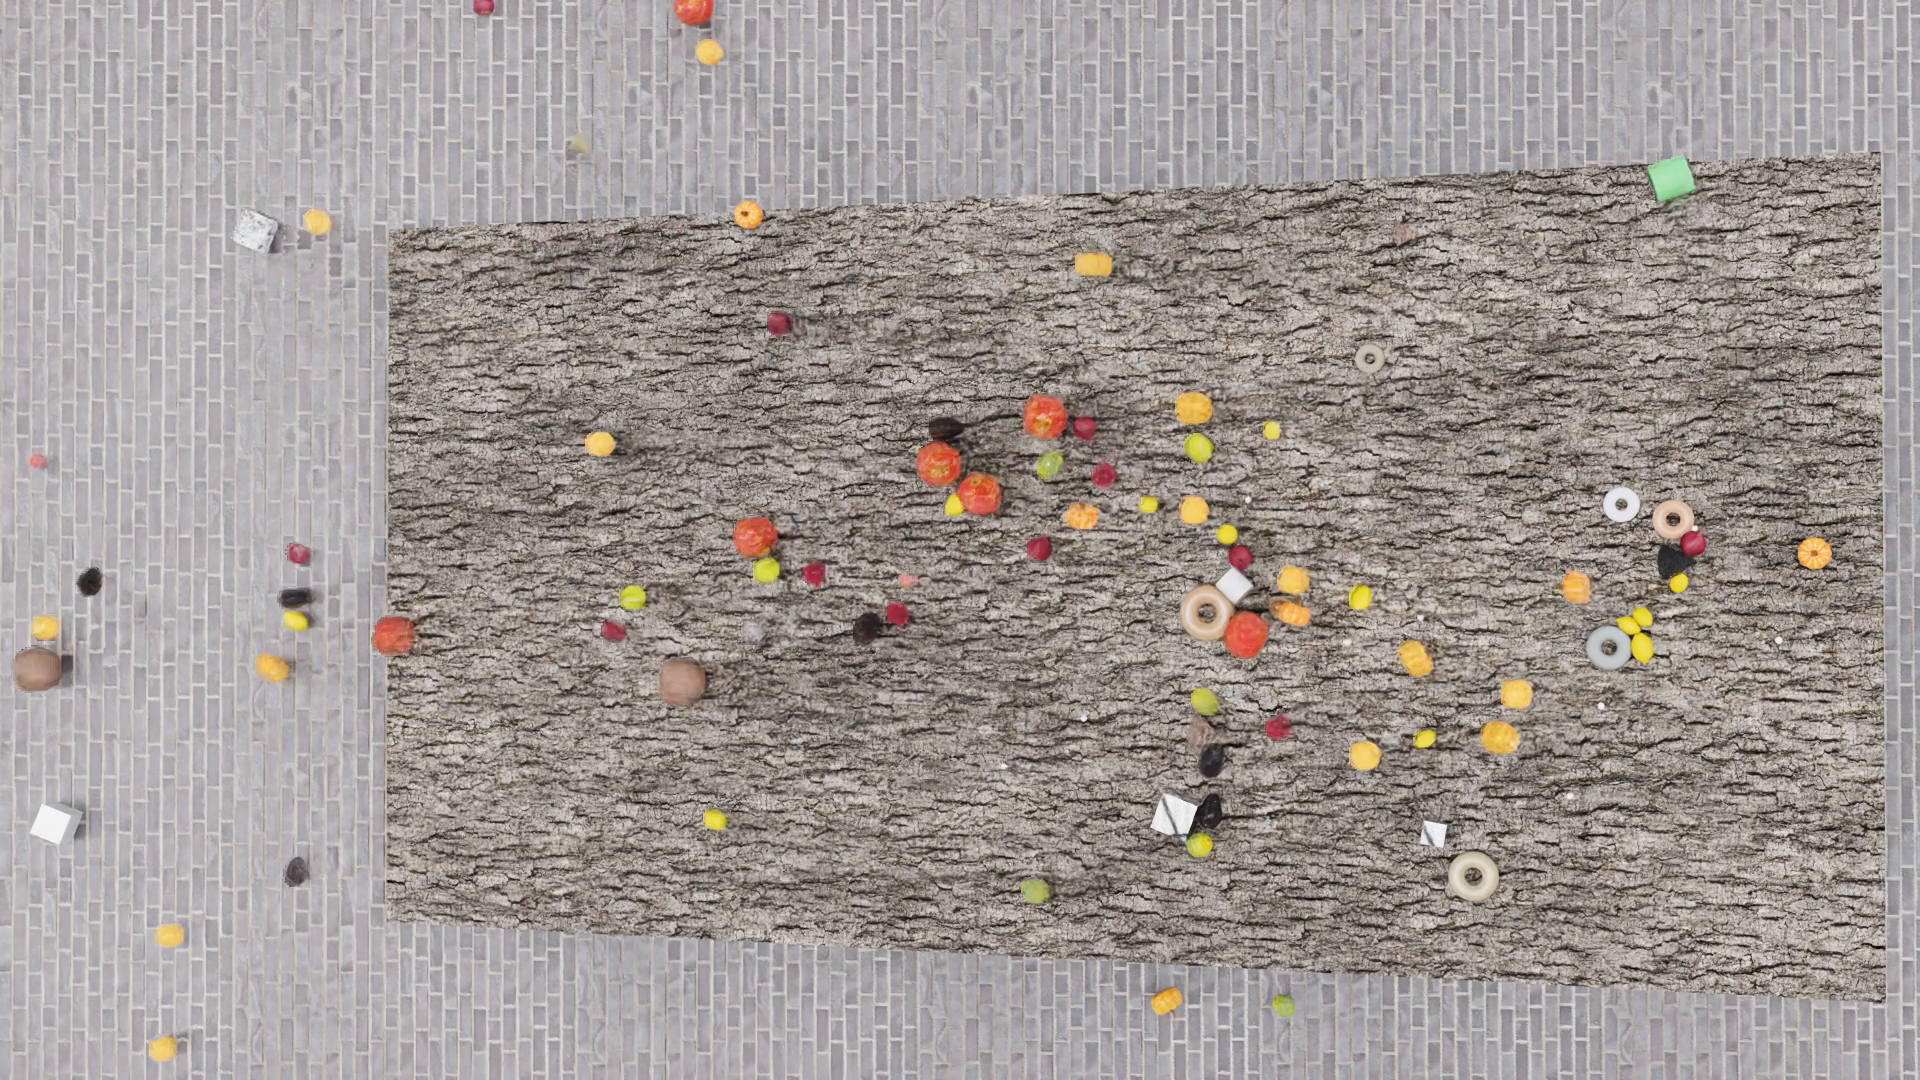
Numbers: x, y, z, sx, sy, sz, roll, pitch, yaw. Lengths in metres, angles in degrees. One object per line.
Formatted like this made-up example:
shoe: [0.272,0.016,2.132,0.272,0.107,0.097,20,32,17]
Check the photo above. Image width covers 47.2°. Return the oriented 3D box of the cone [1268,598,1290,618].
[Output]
cone: [0.802,0.172,5.560,0.052,0.052,0.052,0,89,17]

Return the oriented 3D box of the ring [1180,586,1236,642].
ring: [0.632,0.187,5.615,0.144,0.048,0.144,-1,88,18]

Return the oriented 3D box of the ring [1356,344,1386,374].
ring: [1.029,-0.454,5.513,0.075,0.025,0.075,0,90,16]

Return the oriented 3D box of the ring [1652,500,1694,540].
ring: [1.716,-0.049,5.291,0.097,0.032,0.097,0,90,17]

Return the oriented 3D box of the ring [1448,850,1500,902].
ring: [1.264,0.827,5.414,0.123,0.041,0.123,-1,88,18]

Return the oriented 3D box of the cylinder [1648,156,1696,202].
cylinder: [1.707,-0.865,5.277,0.086,0.086,0.086,-19,89,16]

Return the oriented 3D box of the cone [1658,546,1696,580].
cone: [1.734,0.054,5.281,0.083,0.083,0.083,0,89,-10]

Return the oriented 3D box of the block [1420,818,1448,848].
block: [1.172,0.724,5.435,0.056,0.056,0.056,9,92,17]

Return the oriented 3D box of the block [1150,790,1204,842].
block: [0.555,0.701,5.607,0.095,0.095,0.095,21,95,16]

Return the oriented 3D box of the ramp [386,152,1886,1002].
ramp: [0.274,0.094,5.804,4.000,0.100,2.000,0,89,17]

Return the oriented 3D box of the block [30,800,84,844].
block: [-2.623,0.821,6.388,0.090,0.090,0.090,22,89,0]

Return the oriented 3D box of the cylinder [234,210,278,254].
cylinder: [-2.049,-0.896,6.404,0.099,0.099,0.099,22,89,0]

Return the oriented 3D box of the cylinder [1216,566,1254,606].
cylinder: [0.698,0.116,5.584,0.069,0.069,0.069,-44,77,-1]

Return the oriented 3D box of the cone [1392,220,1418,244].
cone: [1.121,-0.764,5.488,0.058,0.058,0.058,6,89,-20]

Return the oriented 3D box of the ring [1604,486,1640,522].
ring: [1.603,-0.086,5.329,0.086,0.029,0.086,0,90,18]

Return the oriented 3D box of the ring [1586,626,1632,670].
ring: [1.573,0.261,5.329,0.109,0.036,0.109,-1,88,21]

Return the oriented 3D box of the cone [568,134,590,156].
cone: [-1.107,-1.147,6.448,0.060,0.060,0.060,-48,116,-1]
